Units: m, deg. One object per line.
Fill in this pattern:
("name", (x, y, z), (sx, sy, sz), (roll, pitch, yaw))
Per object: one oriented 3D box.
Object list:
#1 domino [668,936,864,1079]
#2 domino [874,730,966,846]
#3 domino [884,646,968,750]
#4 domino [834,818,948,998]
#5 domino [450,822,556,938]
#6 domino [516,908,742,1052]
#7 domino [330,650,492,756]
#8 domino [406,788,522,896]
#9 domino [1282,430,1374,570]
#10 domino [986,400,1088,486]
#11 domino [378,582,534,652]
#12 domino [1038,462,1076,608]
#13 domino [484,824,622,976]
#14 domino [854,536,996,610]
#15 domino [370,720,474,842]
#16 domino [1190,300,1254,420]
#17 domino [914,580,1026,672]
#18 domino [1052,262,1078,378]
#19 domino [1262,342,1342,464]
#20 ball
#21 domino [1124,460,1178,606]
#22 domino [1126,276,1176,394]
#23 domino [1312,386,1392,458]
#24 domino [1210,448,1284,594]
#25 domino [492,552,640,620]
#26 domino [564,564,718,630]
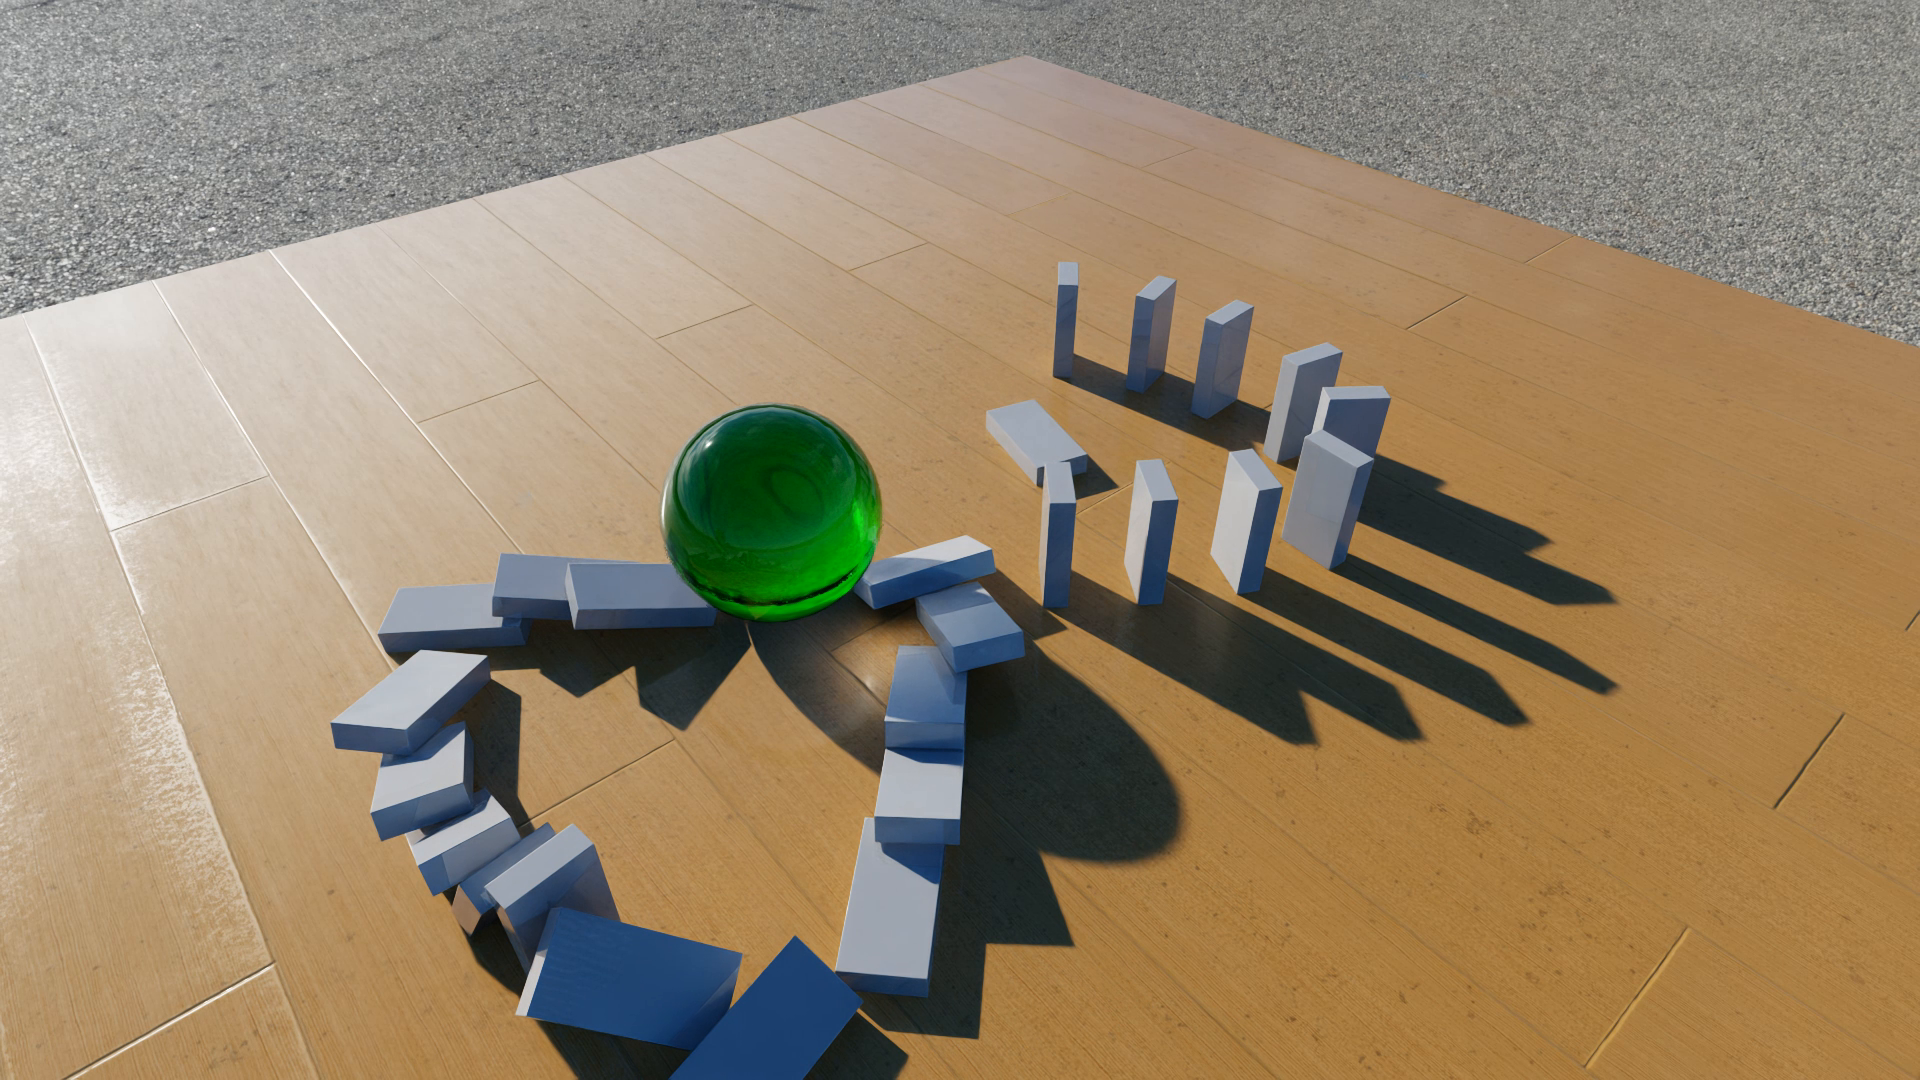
("domino", (-0.050, 0.129, 0.278), (0.025, 0.009, 0.050), (42, 50, 7))
("domino", (-0.011, 0.074, 0.344), (0.025, 0.010, 0.050), (2, 25, 2))
("domino", (-0.010, 0.052, 0.369), (0.025, 0.010, 0.050), (1, 23, 2))
("domino", (-0.019, 0.104, 0.316), (0.025, 0.010, 0.050), (3, 39, 4))
("domino", (-0.124, 0.093, 0.300), (0.025, 0.050, 0.010), (-35, 85, -35))
("domino", (-0.082, 0.112, 0.278), (0.050, 0.009, 0.025), (27, 58, -27))
("domino", (-0.181, 0.053, 0.367), (0.025, 0.010, 0.050), (4, 22, 5))
("domino", (-0.144, 0.086, 0.317), (0.025, 0.009, 0.050), (-27, 12, -29))
("domino", (0.143, -0.015, 0.430), (0.010, 0.050, 0.025), (-24, 45, -27))
("domino", (0.034, -0.045, 0.498), (0.025, 0.009, 0.050), (-17, 42, -19))
("domino", (-0.185, 0.028, 0.409), (0.050, 0.010, 0.025), (-3, 39, -4))
("domino", (0.036, -0.002, 0.413), (0.009, 0.050, 0.025), (0, 39, 0))
("domino", (-0.105, 0.100, 0.289), (0.010, 0.050, 0.025), (30, 48, 31))
("domino", (-0.014, 0.012, 0.422), (0.050, 0.010, 0.025), (-16, 18, -19))
("domino", (-0.165, 0.073, 0.339), (0.025, 0.009, 0.050), (-17, 19, -19))
("domino", (0.122, -0.084, 0.514), (0.010, 0.050, 0.025), (32, 49, 33))
("domino", (0.003, 0.030, 0.394), (0.025, 0.010, 0.050), (-12, 21, -14))
("domino", (0.052, -0.109, 0.544), (0.010, 0.050, 0.025), (3, 39, 4))
("domino", (0.151, -0.060, 0.485), (0.025, 0.050, 0.009), (-19, 43, -22))
("ball", (-0.068, -0.010, 0.400), (0.080, 0.080, 0.080), (0, 39, 0))
("domino", (0.072, -0.003, 0.415), (0.009, 0.050, 0.025), (-4, 39, -4))
("domino", (0.092, -0.099, 0.533), (0.009, 0.050, 0.025), (22, 44, 25))
("domino", (0.161, -0.040, 0.461), (0.025, 0.050, 0.009), (-2, 39, -2))
("domino", (0.109, -0.007, 0.420), (0.010, 0.050, 0.025), (-9, 40, -11))
("domino", (-0.147, 0.018, 0.412), (0.050, 0.010, 0.025), (4, 37, -18))
("domino", (-0.117, 0.020, 0.405), (0.050, 0.009, 0.025), (1, 39, -30))
